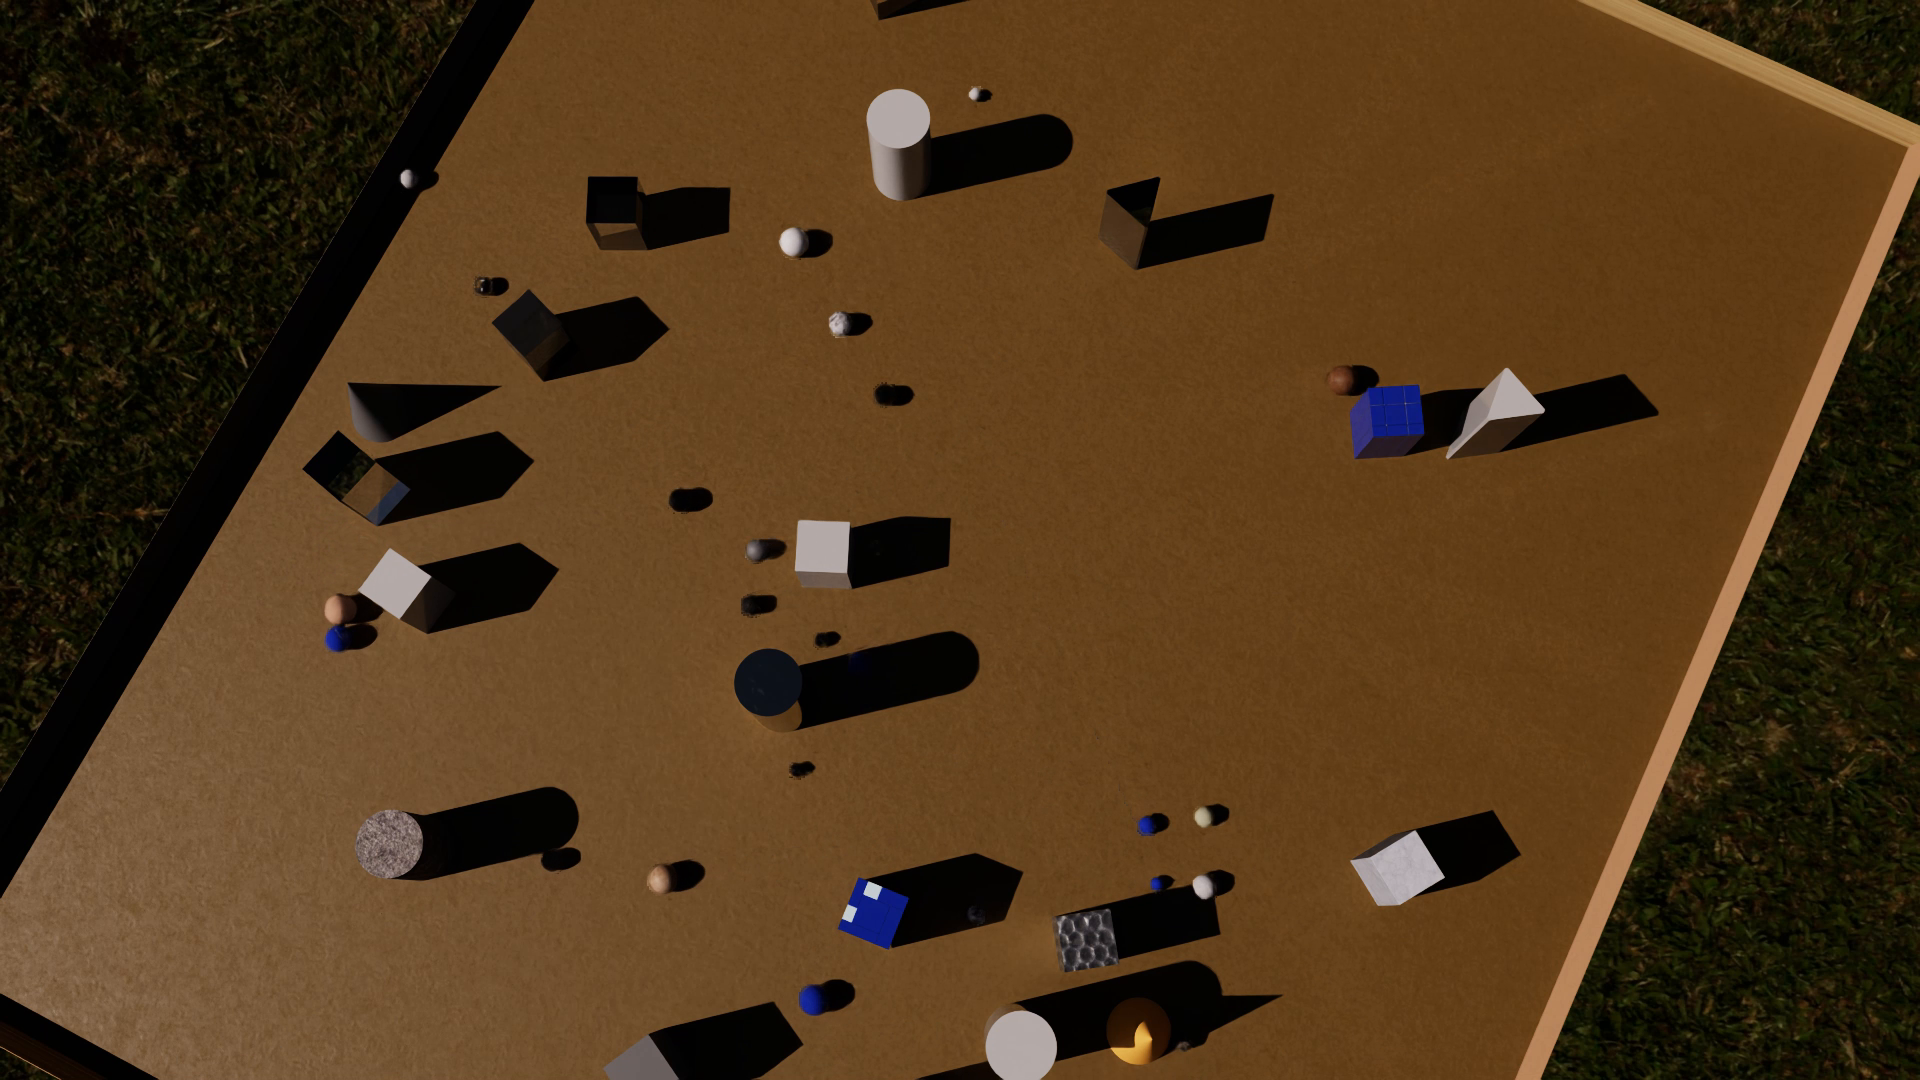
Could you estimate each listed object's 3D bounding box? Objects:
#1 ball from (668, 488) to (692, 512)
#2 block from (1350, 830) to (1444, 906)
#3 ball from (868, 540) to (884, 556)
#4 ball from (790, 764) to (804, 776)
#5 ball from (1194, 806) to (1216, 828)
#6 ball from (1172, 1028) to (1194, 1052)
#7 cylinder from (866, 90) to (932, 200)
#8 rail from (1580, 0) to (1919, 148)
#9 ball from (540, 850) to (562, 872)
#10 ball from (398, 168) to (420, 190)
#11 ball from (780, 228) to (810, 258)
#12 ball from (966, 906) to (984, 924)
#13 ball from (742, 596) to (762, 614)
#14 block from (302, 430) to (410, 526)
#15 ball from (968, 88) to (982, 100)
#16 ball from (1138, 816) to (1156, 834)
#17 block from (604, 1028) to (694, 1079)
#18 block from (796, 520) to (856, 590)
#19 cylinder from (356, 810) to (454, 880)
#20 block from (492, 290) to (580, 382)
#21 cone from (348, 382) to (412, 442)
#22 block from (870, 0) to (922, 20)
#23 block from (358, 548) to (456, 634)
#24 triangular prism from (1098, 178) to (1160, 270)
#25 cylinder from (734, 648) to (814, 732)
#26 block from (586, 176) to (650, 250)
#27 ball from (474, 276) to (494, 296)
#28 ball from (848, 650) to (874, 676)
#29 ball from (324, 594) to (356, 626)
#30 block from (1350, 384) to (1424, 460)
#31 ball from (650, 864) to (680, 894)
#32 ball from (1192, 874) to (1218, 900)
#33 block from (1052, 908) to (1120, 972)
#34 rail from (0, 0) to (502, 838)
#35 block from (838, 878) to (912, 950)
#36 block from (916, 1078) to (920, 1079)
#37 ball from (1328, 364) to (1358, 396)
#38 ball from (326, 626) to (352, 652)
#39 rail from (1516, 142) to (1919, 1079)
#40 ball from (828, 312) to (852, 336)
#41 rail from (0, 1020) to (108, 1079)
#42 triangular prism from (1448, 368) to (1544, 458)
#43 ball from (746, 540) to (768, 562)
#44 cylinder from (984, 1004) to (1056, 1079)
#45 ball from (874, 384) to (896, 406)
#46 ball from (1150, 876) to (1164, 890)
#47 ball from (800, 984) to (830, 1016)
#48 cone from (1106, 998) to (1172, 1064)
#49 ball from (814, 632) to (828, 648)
[{"bbox_3d":[-0.854,-0.121,5.604,0.074,0.074,0.074,0,78,0],"label":"ball"},{"bbox_3d":[1.258,0.947,5.282,0.152,0.271,0.152,-30,80,-6],"label":"block"},{"bbox_3d":[-0.256,0.024,5.585,0.052,0.052,0.052,0,78,0],"label":"ball"},{"bbox_3d":[-0.485,0.685,5.454,0.040,0.040,0.040,0,78,0],"label":"ball"},{"bbox_3d":[0.724,0.819,5.416,0.061,0.061,0.061,0,78,0],"label":"ball"},{"bbox_3d":[0.643,1.442,5.287,0.061,0.061,0.061,0,78,0],"label":"ball"},{"bbox_3d":[-0.183,-1.215,5.660,0.190,0.407,0.190,0,78,0],"label":"cylinder"},{"bbox_3d":[1.123,-2.193,6.006,4.331,0.123,0.045,26,80,5],"label":"rail"},{"bbox_3d":[-1.201,0.944,5.389,0.063,0.063,0.063,0,78,0],"label":"ball"},{"bbox_3d":[-1.751,-1.148,5.820,0.067,0.067,0.067,0,78,0],"label":"ball"},{"bbox_3d":[-0.521,-0.937,5.762,0.093,0.093,0.093,0,78,0],"label":"ball"},{"bbox_3d":[0.044,1.096,5.364,0.050,0.050,0.050,0,78,0],"label":"ball"},{"bbox_3d":[-0.631,0.197,5.546,0.059,0.059,0.059,0,78,0],"label":"ball"},{"bbox_3d":[-1.800,-0.181,5.480,0.152,0.341,0.152,39,81,7],"label":"block"},{"bbox_3d":[0.050,-1.433,5.891,0.042,0.042,0.042,0,78,0],"label":"ball"},{"bbox_3d":[0.555,0.843,5.415,0.054,0.054,0.054,0,78,0],"label":"ball"},{"bbox_3d":[-0.874,1.493,5.162,0.152,0.285,0.152,-36,81,-7],"label":"block"},{"bbox_3d":[-0.401,0.045,5.472,0.152,0.265,0.152,2,78,0],"label":"block"},{"bbox_3d":[-1.591,0.880,5.267,0.190,0.328,0.190,0,78,0],"label":"cylinder"},{"bbox_3d":[-1.298,-0.624,5.617,0.152,0.253,0.152,-43,82,-8],"label":"block"},{"bbox_3d":[-1.797,-0.428,5.535,0.190,0.333,0.190,0,78,0],"label":"cone"},{"bbox_3d":[-0.222,-1.816,5.854,0.152,0.271,0.152,-21,79,-4],"label":"block"},{"bbox_3d":[-1.637,0.154,5.442,0.152,0.278,0.152,33,80,6],"label":"block"},{"bbox_3d":[0.546,-0.995,5.637,0.164,0.364,0.142,44,82,8],"label":"triangular prism"},{"bbox_3d":[-0.531,0.440,5.297,0.190,0.447,0.190,0,78,0],"label":"cylinder"},{"bbox_3d":[-1.064,-1.016,5.709,0.152,0.230,0.152,0,78,0],"label":"block"},{"bbox_3d":[-1.496,-0.798,5.752,0.058,0.058,0.058,0,78,0],"label":"ball"},{"bbox_3d":[-0.299,0.371,5.500,0.078,0.078,0.078,0,78,0],"label":"ball"},{"bbox_3d":[-1.869,0.210,5.525,0.094,0.094,0.094,0,78,0],"label":"ball"},{"bbox_3d":[1.292,-0.355,5.554,0.152,0.266,0.152,-3,78,-1],"label":"block"},{"bbox_3d":[-0.866,0.993,5.367,0.087,0.087,0.087,0,78,0],"label":"ball"},{"bbox_3d":[0.717,1.015,5.369,0.074,0.074,0.074,0,78,0],"label":"ball"},{"bbox_3d":[0.355,1.141,5.231,0.152,0.292,0.152,-9,78,-2],"label":"block"},{"bbox_3d":[-1.916,-0.931,5.745,0.045,0.123,5.069,26,80,5],"label":"rail"},{"bbox_3d":[-0.241,1.069,5.244,0.152,0.297,0.152,21,79,4],"label":"block"},{"bbox_3d":[-0.164,1.625,5.164,0.152,0.229,0.152,-19,79,-4],"label":"block"},{"bbox_3d":[1.186,-0.495,5.670,0.095,0.095,0.095,0,78,0],"label":"ball"},{"bbox_3d":[-1.869,0.296,5.515,0.079,0.079,0.079,0,78,0],"label":"ball"},{"bbox_3d":[1.916,0.944,5.357,0.045,0.123,5.069,26,80,5],"label":"rail"},{"bbox_3d":[-0.372,-0.676,5.718,0.076,0.076,0.076,0,78,0],"label":"ball"},{"bbox_3d":[-1.123,2.206,5.096,4.331,0.123,0.045,26,80,5],"label":"rail"},{"bbox_3d":[1.576,-0.379,5.462,0.164,0.456,0.142,-8,78,-2],"label":"triangular prism"},{"bbox_3d":[-0.618,0.031,5.576,0.067,0.067,0.067,0,78,0],"label":"ball"},{"bbox_3d":[0.163,1.395,5.095,0.190,0.457,0.190,0,78,0],"label":"cylinder"},{"bbox_3d":[-0.231,-0.448,5.674,0.068,0.068,0.068,0,78,0],"label":"ball"},{"bbox_3d":[0.580,1.010,5.387,0.041,0.041,0.041,0,78,0],"label":"ball"},{"bbox_3d":[-0.418,1.330,5.296,0.089,0.089,0.089,0,78,0],"label":"ball"},{"bbox_3d":[0.519,1.386,5.133,0.190,0.384,0.190,0,78,0],"label":"cone"},{"bbox_3d":[-0.418,0.302,5.532,0.044,0.044,0.044,0,78,0],"label":"ball"}]
